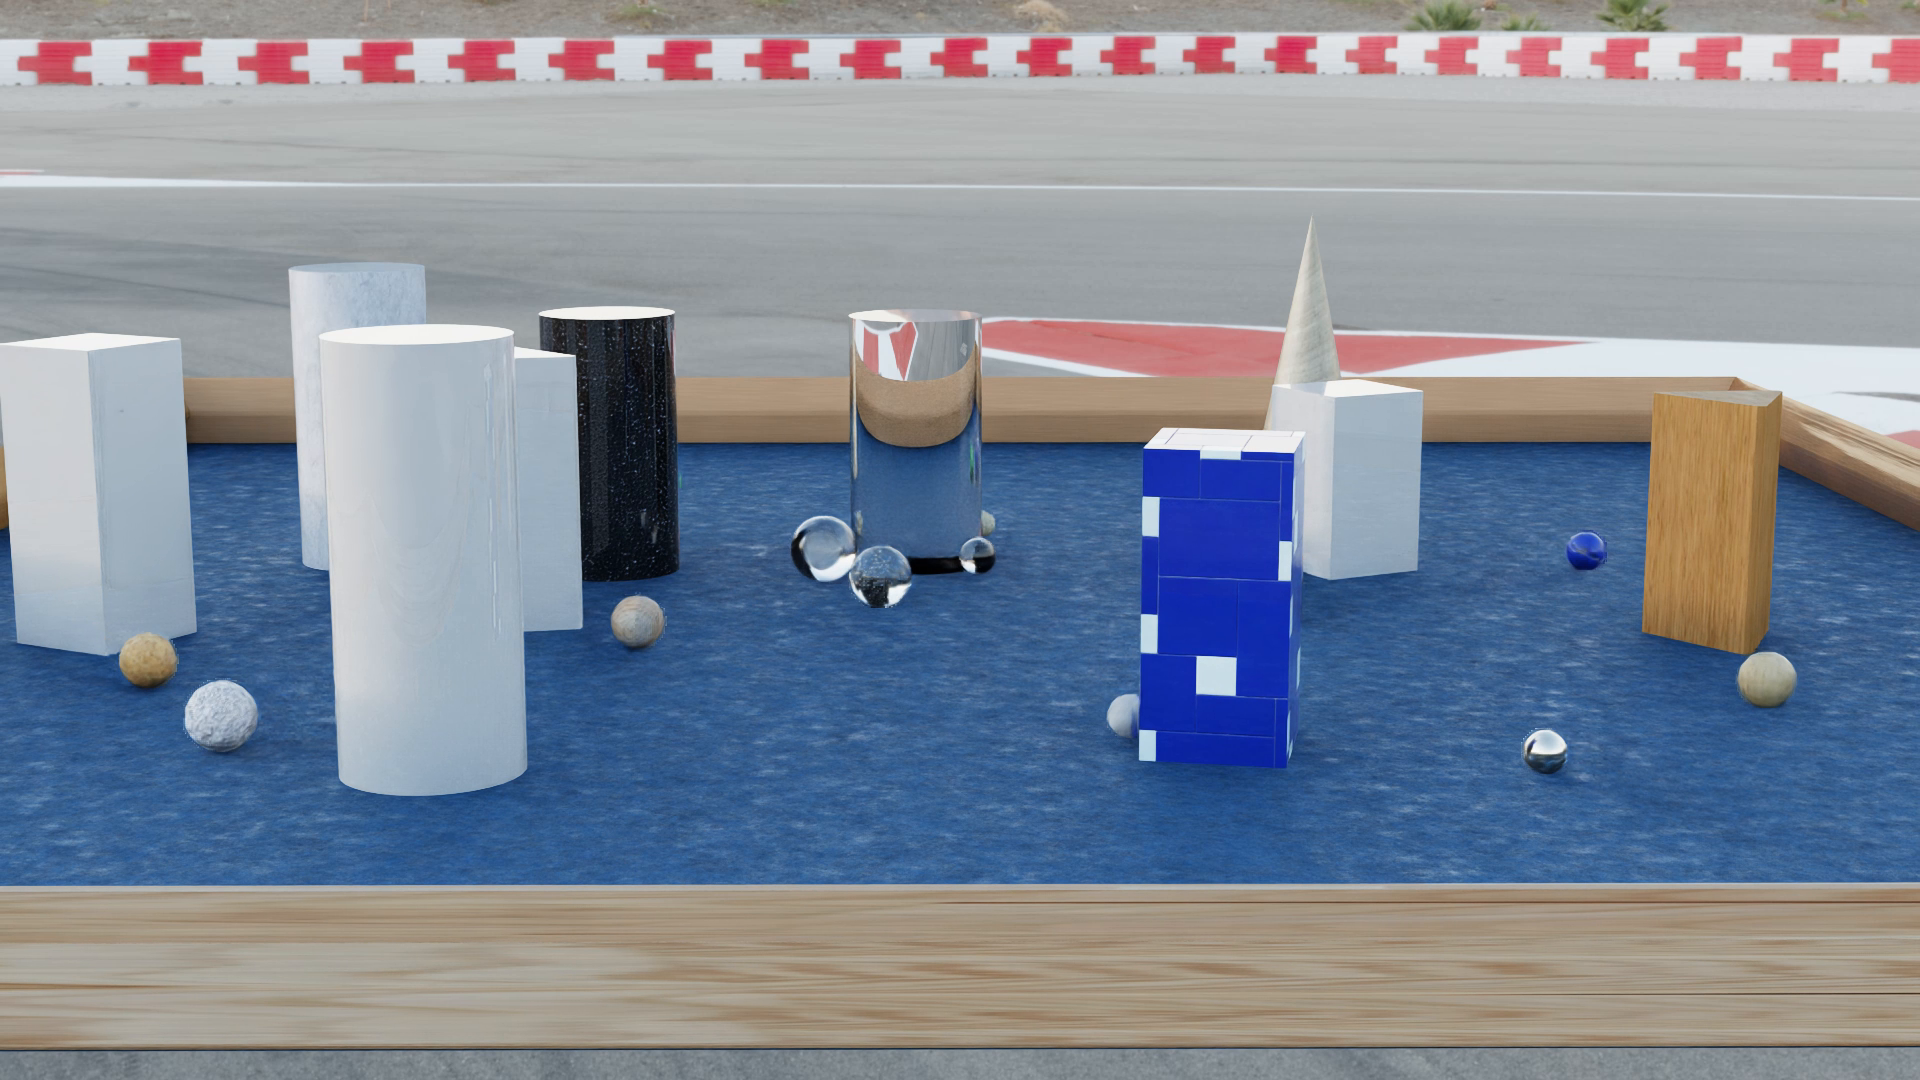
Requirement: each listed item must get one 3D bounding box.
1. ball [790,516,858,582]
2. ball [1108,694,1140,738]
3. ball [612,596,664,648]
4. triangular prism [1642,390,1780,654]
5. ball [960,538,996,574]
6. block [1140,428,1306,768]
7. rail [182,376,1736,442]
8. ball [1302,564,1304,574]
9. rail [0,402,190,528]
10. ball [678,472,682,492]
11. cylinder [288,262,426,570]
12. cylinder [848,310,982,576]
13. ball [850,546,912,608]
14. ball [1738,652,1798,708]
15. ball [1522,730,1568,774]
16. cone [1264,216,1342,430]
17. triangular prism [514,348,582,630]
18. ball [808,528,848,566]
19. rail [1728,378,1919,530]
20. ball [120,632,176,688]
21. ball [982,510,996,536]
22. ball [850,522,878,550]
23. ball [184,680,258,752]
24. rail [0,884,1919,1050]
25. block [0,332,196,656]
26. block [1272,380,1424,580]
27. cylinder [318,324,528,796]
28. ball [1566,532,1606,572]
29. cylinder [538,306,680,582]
[{"bbox_3d":[-0.193,0.013,3.646,0.095,0.095,0.095,0,11,0],"label":"ball"},{"bbox_3d":[0.185,0.192,2.807,0.048,0.048,0.048,0,11,0],"label":"ball"},{"bbox_3d":[-0.407,0.103,3.237,0.067,0.067,0.067,0,11,0],"label":"ball"},{"bbox_3d":[0.994,-0.030,3.282,0.146,0.313,0.168,-7,13,-35],"label":"triangular prism"},{"bbox_3d":[0.026,0.023,3.703,0.053,0.053,0.053,0,11,0],"label":"ball"},{"bbox_3d":[0.282,0.058,2.746,0.155,0.334,0.155,2,11,12],"label":"block"},{"bbox_3d":[-0.009,-0.249,4.966,3.036,0.126,0.045,0,11,0],"label":"rail"},{"bbox_3d":[0.444,0.041,3.571,0.067,0.067,0.067,0,11,0],"label":"ball"},{"bbox_3d":[-1.494,0.034,3.441,0.045,0.126,3.133,0,11,0],"label":"rail"},{"bbox_3d":[-0.503,-0.098,4.313,0.070,0.070,0.070,0,11,0],"label":"ball"},{"bbox_3d":[-0.879,-0.185,3.782,0.194,0.433,0.194,0,11,0],"label":"cylinder"},{"bbox_3d":[-0.065,-0.147,3.763,0.194,0.366,0.194,0,11,0],"label":"cylinder"},{"bbox_3d":[-0.107,0.049,3.478,0.084,0.084,0.084,0,11,0],"label":"ball"},{"bbox_3d":[0.925,0.160,2.938,0.065,0.065,0.065,0,11,0],"label":"ball"},{"bbox_3d":[0.607,0.220,2.663,0.046,0.046,0.046,0,11,0],"label":"ball"},{"bbox_3d":[0.583,-0.304,4.289,0.194,0.484,0.194,0,11,0],"label":"cone"},{"bbox_3d":[-0.592,-0.070,3.373,0.168,0.357,0.146,-2,11,-12],"label":"triangular prism"},{"bbox_3d":[-0.194,0.010,3.766,0.057,0.057,0.057,0,11,0],"label":"ball"},{"bbox_3d":[1.494,0.031,3.458,0.045,0.126,3.133,0,11,0],"label":"rail"},{"bbox_3d":[-0.960,0.142,3.032,0.065,0.065,0.065,0,11,0],"label":"ball"},{"bbox_3d":[0.035,-0.025,3.999,0.041,0.041,0.041,0,11,0],"label":"ball"},{"bbox_3d":[-0.147,-0.007,3.899,0.042,0.042,0.042,0,11,0],"label":"ball"},{"bbox_3d":[-0.791,0.189,2.749,0.076,0.076,0.076,0,11,0],"label":"ball"},{"bbox_3d":[0.009,0.314,1.932,3.036,0.126,0.045,0,11,0],"label":"rail"},{"bbox_3d":[-1.096,-0.062,3.265,0.155,0.382,0.155,6,12,28],"label":"block"},{"bbox_3d":[0.561,-0.091,3.744,0.155,0.263,0.155,-5,12,-27],"label":"block"},{"bbox_3d":[-0.550,0.016,2.639,0.194,0.456,0.194,0,11,0],"label":"cylinder"},{"bbox_3d":[0.909,0.017,3.729,0.057,0.057,0.057,0,11,0],"label":"ball"},{"bbox_3d":[-0.507,-0.142,3.716,0.194,0.374,0.194,0,11,0],"label":"cylinder"}]
